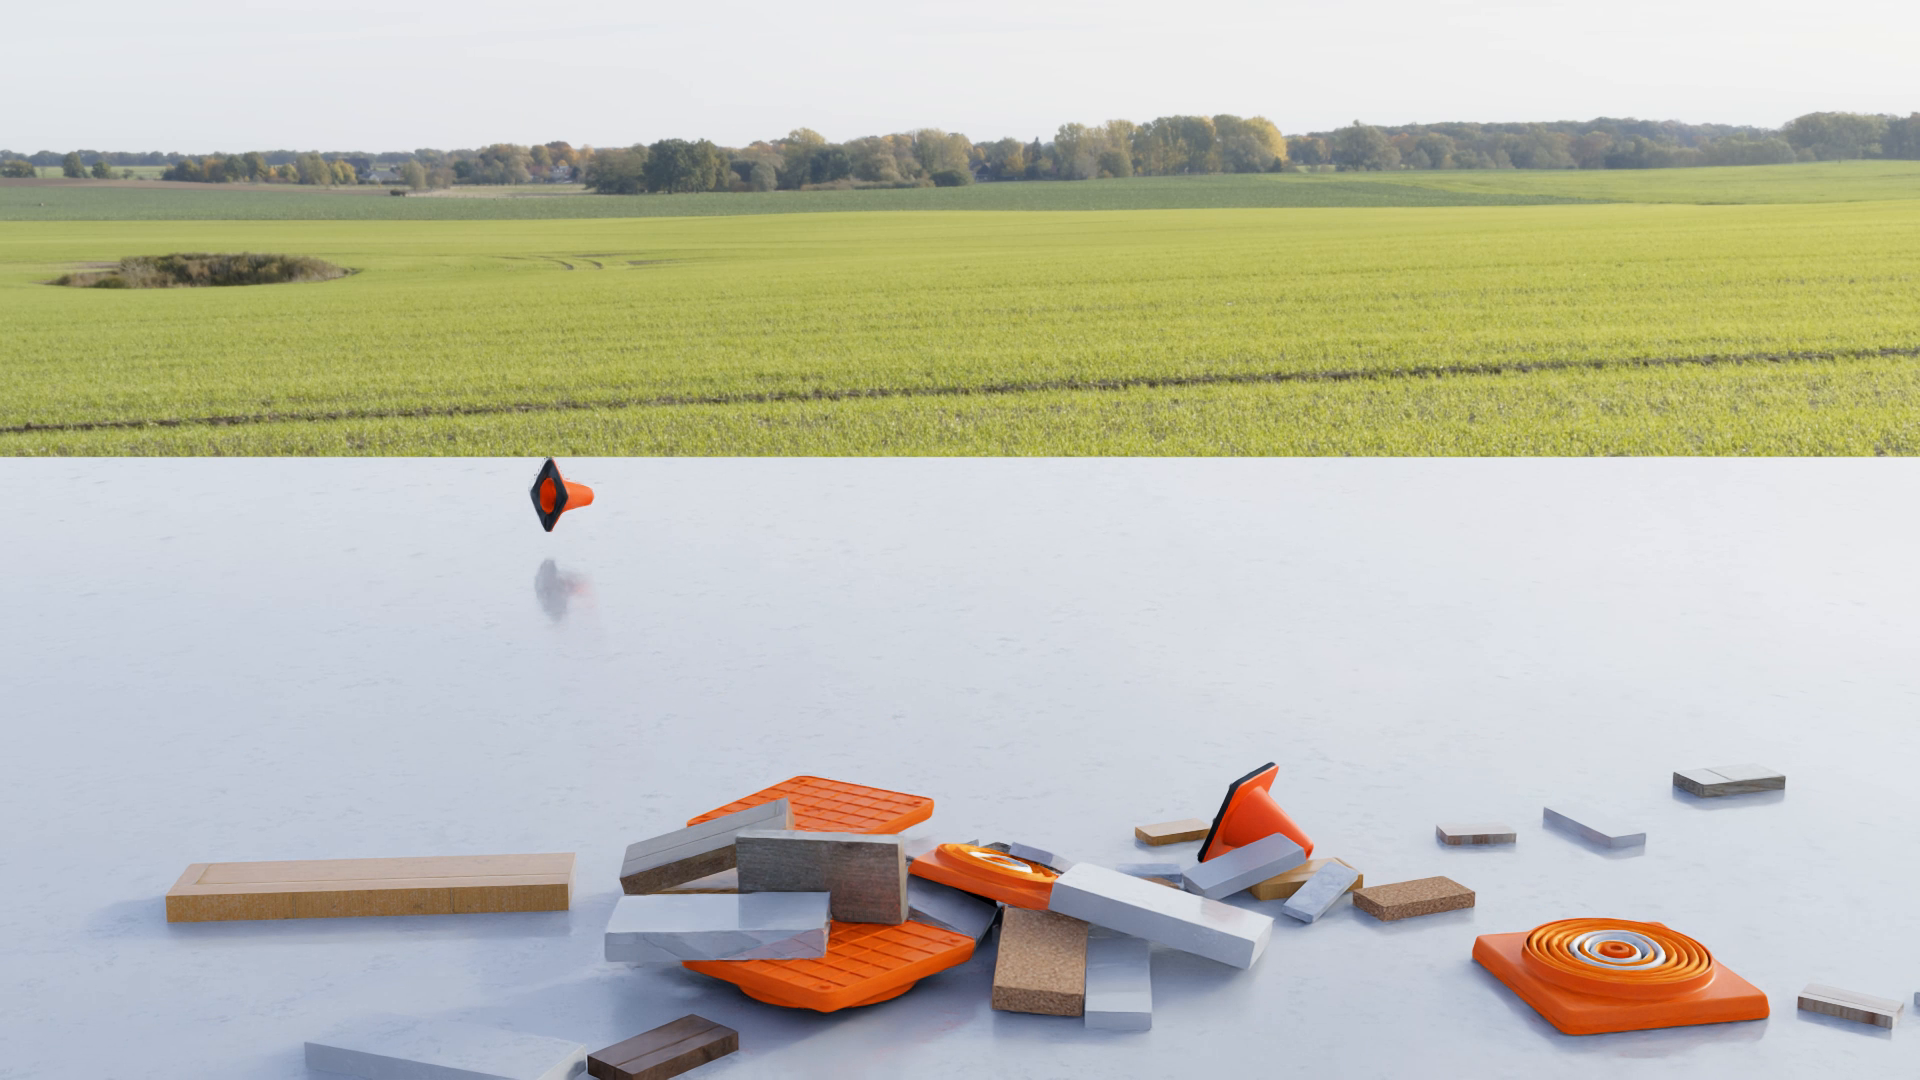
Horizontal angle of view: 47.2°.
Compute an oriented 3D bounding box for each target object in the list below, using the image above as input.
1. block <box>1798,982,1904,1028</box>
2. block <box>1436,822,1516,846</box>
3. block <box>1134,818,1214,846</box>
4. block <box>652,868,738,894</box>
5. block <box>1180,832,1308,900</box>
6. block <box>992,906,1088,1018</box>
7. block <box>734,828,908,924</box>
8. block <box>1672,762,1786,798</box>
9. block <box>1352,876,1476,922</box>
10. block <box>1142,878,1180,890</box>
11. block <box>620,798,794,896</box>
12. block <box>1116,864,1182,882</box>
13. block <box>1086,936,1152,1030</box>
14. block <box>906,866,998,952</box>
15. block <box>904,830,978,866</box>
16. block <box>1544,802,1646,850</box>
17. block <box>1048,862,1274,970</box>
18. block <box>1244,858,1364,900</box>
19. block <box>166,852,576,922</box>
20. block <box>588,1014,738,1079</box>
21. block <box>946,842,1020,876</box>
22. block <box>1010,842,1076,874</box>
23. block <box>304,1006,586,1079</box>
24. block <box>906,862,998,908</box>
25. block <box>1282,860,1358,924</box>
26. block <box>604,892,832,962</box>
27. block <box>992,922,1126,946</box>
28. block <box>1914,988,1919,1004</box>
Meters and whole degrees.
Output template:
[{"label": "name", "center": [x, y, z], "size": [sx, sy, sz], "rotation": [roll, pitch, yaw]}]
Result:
[{"label": "block", "center": [1.286, 0.672, 3.177], "size": [0.131, 0.018, 0.065], "rotation": [7, 13, 35]}, {"label": "block", "center": [0.928, 0.528, 3.954], "size": [0.127, 0.018, 0.063], "rotation": [-1, 11, -6]}, {"label": "block", "center": [0.387, 0.526, 3.962], "size": [0.127, 0.018, 0.063], "rotation": [-5, 11, -24]}, {"label": "block", "center": [-0.402, 0.574, 3.645], "size": [0.279, 0.040, 0.139], "rotation": [-1, 11, -4]}, {"label": "block", "center": [0.475, 0.548, 3.680], "size": [0.188, 0.027, 0.094], "rotation": [-20, 15, -14]}, {"label": "block", "center": [0.122, 0.626, 3.279], "size": [0.130, 0.037, 0.260], "rotation": [5, 16, 4]}, {"label": "block", "center": [-0.213, 0.518, 3.389], "size": [0.260, 0.130, 0.037], "rotation": [1, 13, 14]}, {"label": "block", "center": [1.491, 0.466, 4.264], "size": [0.188, 0.027, 0.094], "rotation": [-4, 11, -18]}, {"label": "block", "center": [0.745, 0.588, 3.610], "size": [0.178, 0.025, 0.089], "rotation": [-5, 11, -23]}, {"label": "block", "center": [0.308, 0.576, 3.658], "size": [0.102, 0.014, 0.051], "rotation": [4, 5, -30]}, {"label": "block", "center": [-0.410, 0.502, 3.588], "size": [0.279, 0.040, 0.140], "rotation": [-17, 14, 1]}, {"label": "block", "center": [0.321, 0.568, 3.748], "size": [0.109, 0.015, 0.054], "rotation": [0, 11, 1]}, {"label": "block", "center": [0.234, 0.653, 3.254], "size": [0.095, 0.027, 0.292], "rotation": [1, 11, 4]}, {"label": "block", "center": [-0.046, 0.573, 3.460], "size": [0.192, 0.027, 0.096], "rotation": [24, 26, 10]}, {"label": "block", "center": [-0.048, 0.543, 3.863], "size": [0.152, 0.022, 0.076], "rotation": [-10, 14, -43]}, {"label": "block", "center": [1.152, 0.518, 3.997], "size": [0.076, 0.022, 0.195], "rotation": [-4, 11, -21]}, {"label": "block", "center": [0.312, 0.578, 3.402], "size": [0.319, 0.045, 0.160], "rotation": [14, 7, 17]}, {"label": "block", "center": [0.572, 0.570, 3.703], "size": [0.188, 0.027, 0.094], "rotation": [-3, 11, -17]}, {"label": "block", "center": [-0.964, 0.573, 3.636], "size": [0.638, 0.045, 0.160], "rotation": [-1, 11, -5]}, {"label": "block", "center": [-0.404, 0.700, 3.004], "size": [0.094, 0.027, 0.189], "rotation": [9, 14, 41]}, {"label": "block", "center": [0.043, 0.553, 3.818], "size": [0.127, 0.018, 0.063], "rotation": [-10, 14, -43]}, {"label": "block", "center": [0.145, 0.538, 3.685], "size": [0.076, 0.022, 0.152], "rotation": [13, -12, 25]}, {"label": "block", "center": [-0.698, 0.699, 2.981], "size": [0.360, 0.037, 0.130], "rotation": [4, 11, 21]}, {"label": "block", "center": [-0.041, 0.565, 3.561], "size": [0.192, 0.027, 0.096], "rotation": [13, 17, -12]}, {"label": "block", "center": [0.592, 0.577, 3.608], "size": [0.054, 0.015, 0.177], "rotation": [17, 26, 29]}, {"label": "block", "center": [-0.357, 0.576, 3.277], "size": [0.319, 0.045, 0.160], "rotation": [-1, 11, 1]}, {"label": "block", "center": [0.157, 0.615, 3.458], "size": [0.192, 0.027, 0.096], "rotation": [-7, 12, -32]}, {"label": "block", "center": [1.461, 0.670, 3.188], "size": [0.131, 0.018, 0.065], "rotation": [9, 14, 40]}]
